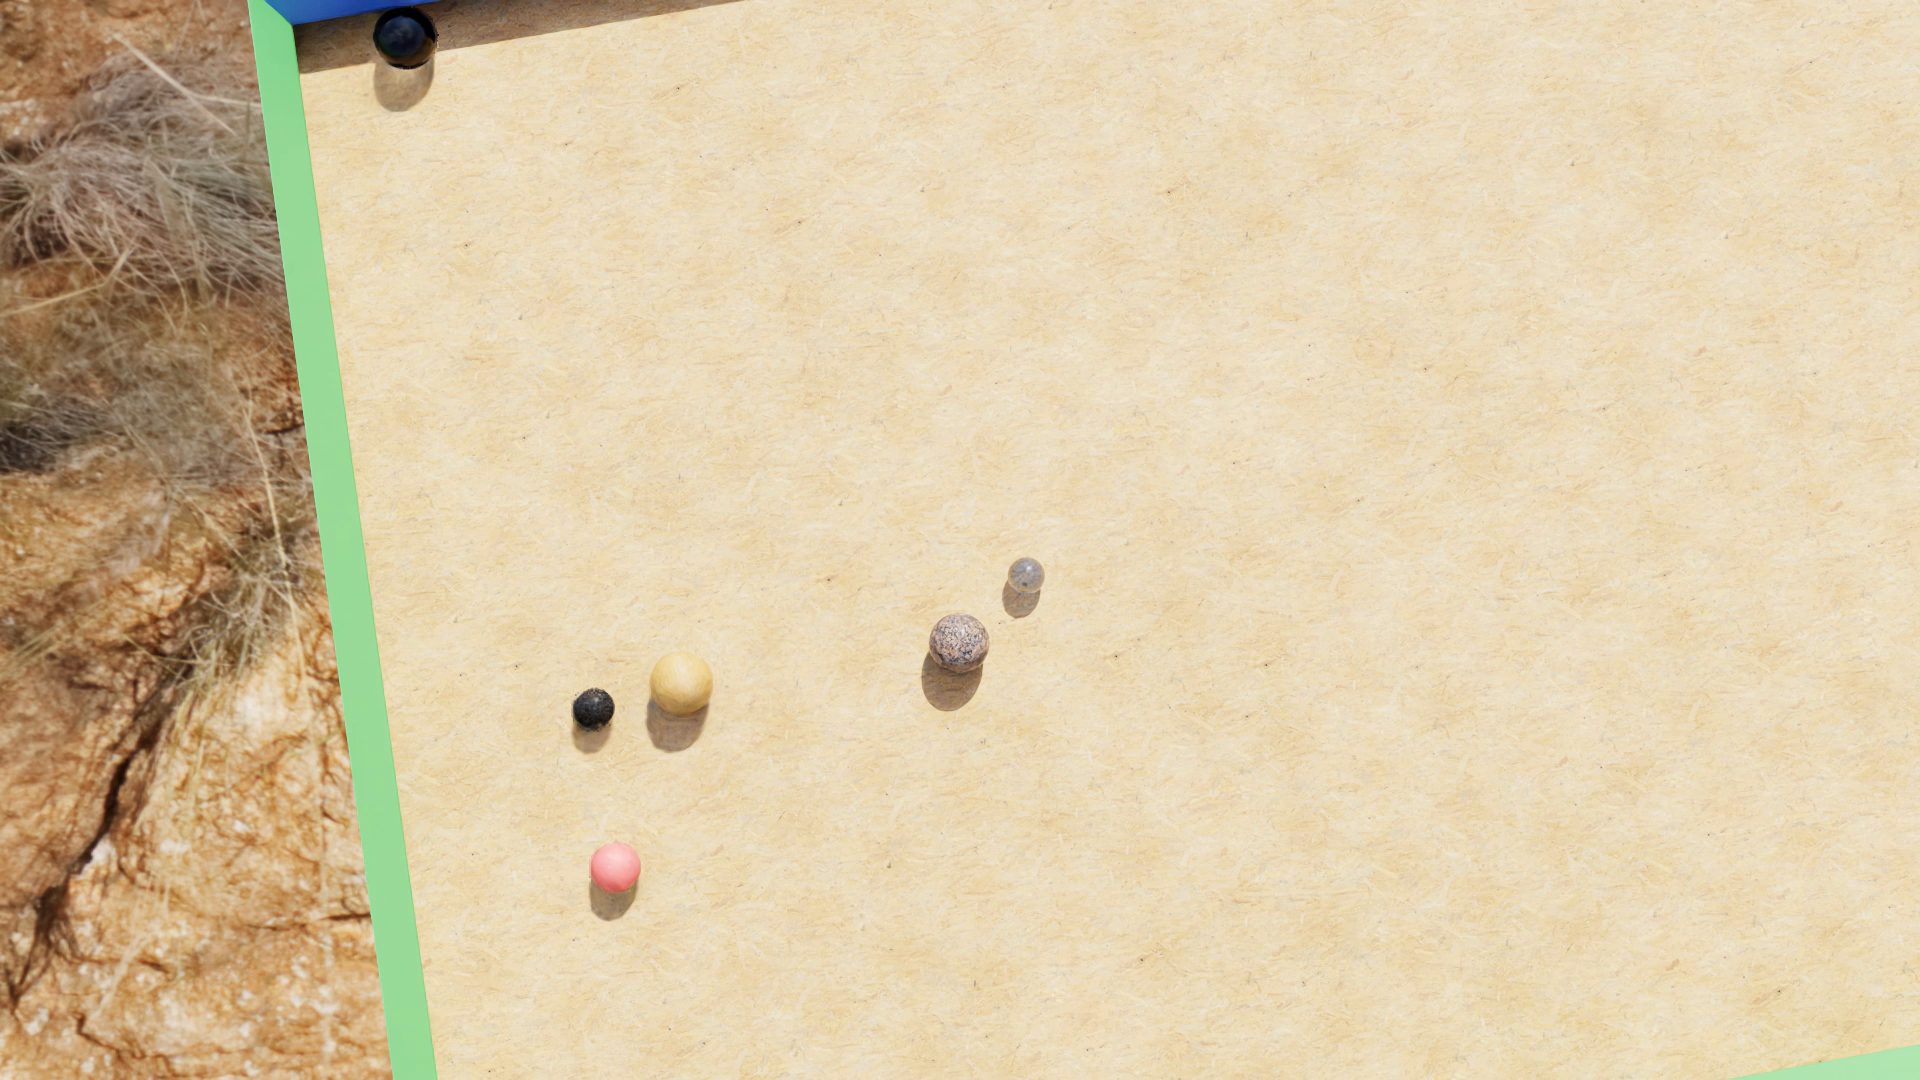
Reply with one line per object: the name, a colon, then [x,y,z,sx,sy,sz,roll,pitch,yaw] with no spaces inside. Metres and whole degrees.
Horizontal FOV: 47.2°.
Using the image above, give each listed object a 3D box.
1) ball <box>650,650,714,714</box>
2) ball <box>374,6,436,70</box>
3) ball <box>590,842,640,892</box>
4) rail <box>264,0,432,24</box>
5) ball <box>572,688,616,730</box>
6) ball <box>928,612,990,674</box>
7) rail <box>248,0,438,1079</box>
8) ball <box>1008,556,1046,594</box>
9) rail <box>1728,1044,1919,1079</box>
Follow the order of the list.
ball: [-0.408,0.209,3.225,0.094,0.094,0.094,0,82,0]
ball: [-0.850,-0.769,3.368,0.094,0.094,0.094,0,82,0]
ball: [-0.501,0.476,3.197,0.072,0.072,0.072,0,82,0]
rail: [0.731,-1.114,3.403,3.654,0.122,0.045,-10,82,-1]
ball: [-0.539,0.248,3.236,0.061,0.061,0.061,0,82,0]
ball: [-0.001,0.152,3.236,0.090,0.090,0.090,0,82,0]
rail: [-0.876,0.149,3.219,0.045,0.122,2.004,-10,82,-1]
ball: [0.099,0.053,3.267,0.057,0.057,0.057,0,82,0]
rail: [1.069,0.794,3.125,3.654,0.122,0.045,-10,82,-1]
